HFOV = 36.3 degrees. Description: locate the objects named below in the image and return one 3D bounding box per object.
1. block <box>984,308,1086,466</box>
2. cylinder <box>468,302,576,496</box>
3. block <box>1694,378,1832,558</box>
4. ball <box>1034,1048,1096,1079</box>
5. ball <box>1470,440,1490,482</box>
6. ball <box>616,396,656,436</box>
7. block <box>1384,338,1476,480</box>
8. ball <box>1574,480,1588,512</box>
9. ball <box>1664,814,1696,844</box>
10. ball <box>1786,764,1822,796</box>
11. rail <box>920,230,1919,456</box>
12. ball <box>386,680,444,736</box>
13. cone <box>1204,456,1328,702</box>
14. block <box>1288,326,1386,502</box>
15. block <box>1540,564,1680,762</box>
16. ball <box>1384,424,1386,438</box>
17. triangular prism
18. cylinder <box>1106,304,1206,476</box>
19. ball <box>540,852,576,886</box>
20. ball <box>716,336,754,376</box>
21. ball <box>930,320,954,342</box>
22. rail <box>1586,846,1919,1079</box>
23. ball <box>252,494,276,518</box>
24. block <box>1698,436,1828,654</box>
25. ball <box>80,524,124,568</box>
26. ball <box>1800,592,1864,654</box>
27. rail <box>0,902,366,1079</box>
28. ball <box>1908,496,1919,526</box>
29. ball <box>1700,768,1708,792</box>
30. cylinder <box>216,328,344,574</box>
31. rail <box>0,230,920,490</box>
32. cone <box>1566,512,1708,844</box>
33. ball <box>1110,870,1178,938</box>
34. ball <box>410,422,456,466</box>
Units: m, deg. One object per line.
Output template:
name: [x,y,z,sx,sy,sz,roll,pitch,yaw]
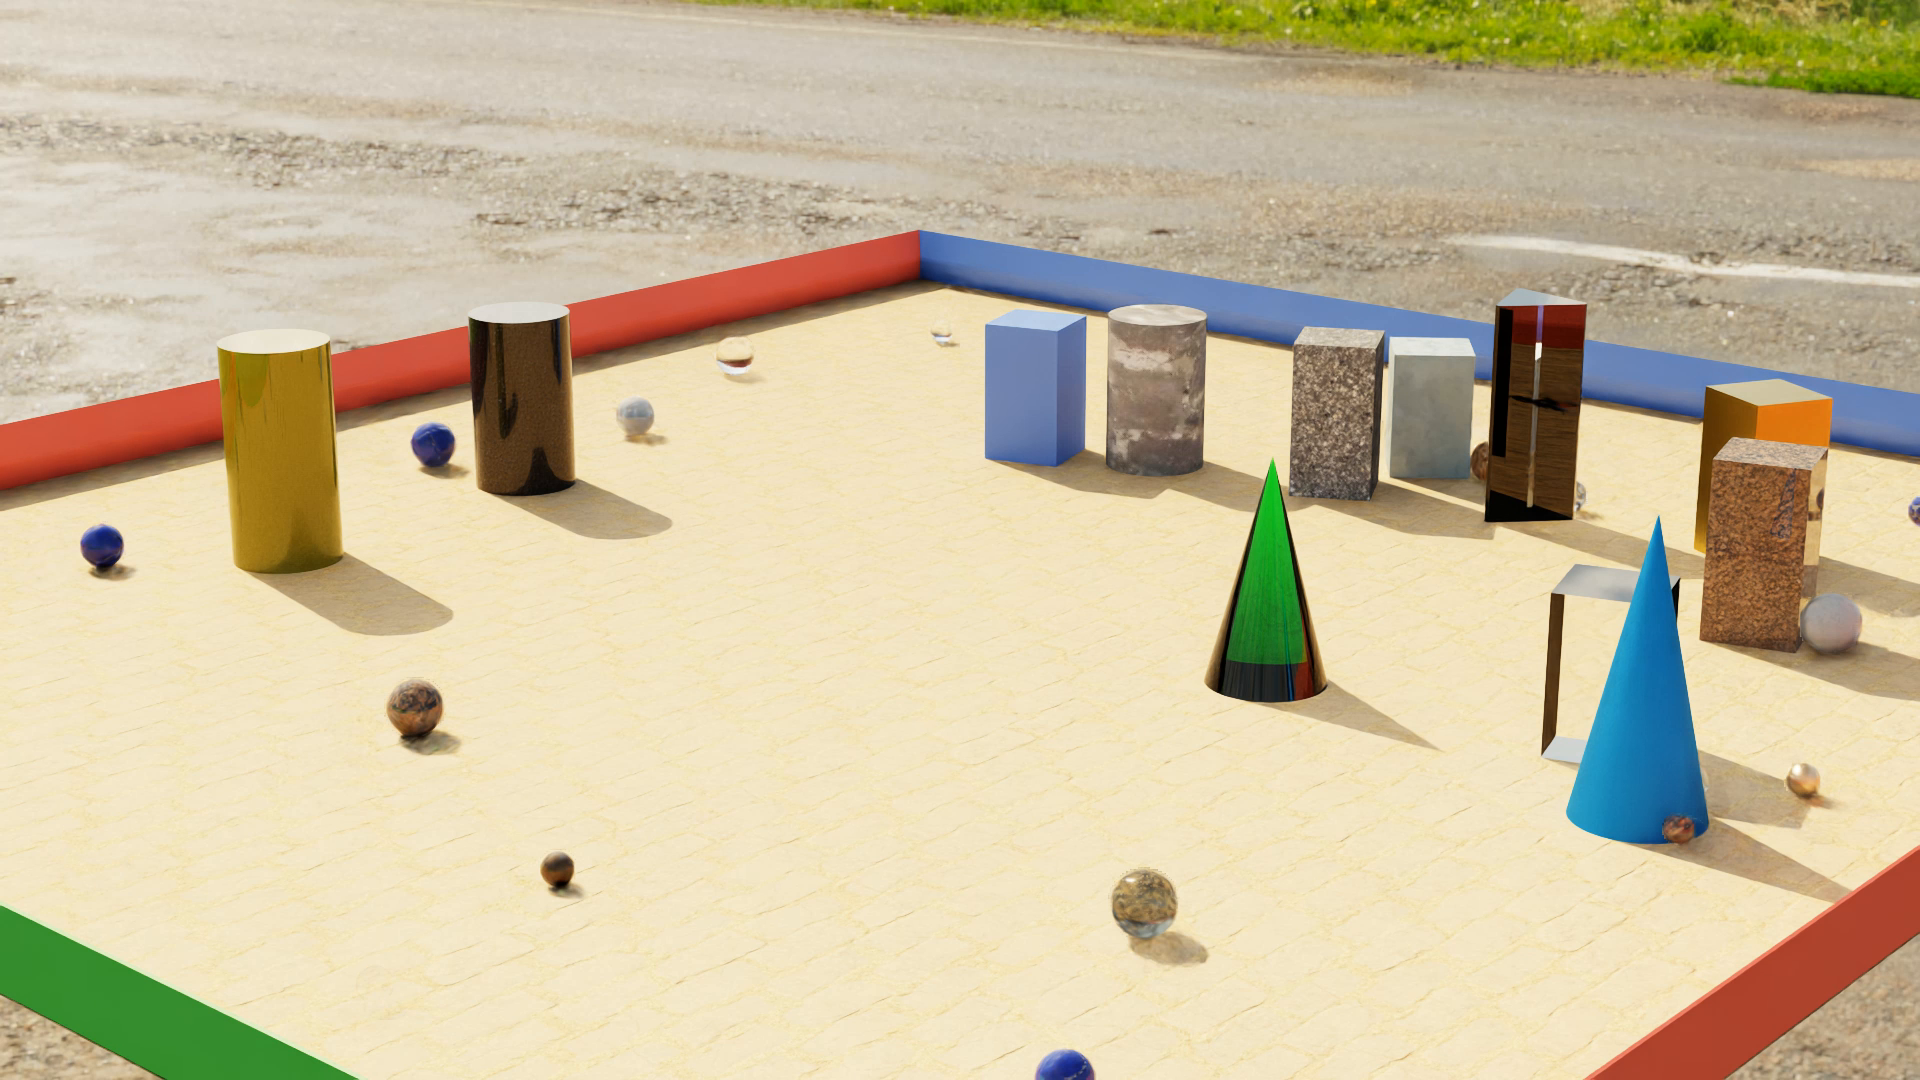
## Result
block: [0.155,-0.313,6.004,0.158,0.282,0.158,7,18,23]
cylinder: [-0.863,-0.280,5.783,0.198,0.346,0.198,0,17,0]
block: [1.453,-0.118,5.312,0.158,0.308,0.158,-6,18,-20]
ball: [0.119,0.609,3.309,0.071,0.071,0.071,0,17,0]
ball: [1.055,-0.156,5.817,0.084,0.084,0.084,0,17,0]
ball: [-0.684,-0.261,6.174,0.084,0.084,0.084,0,17,0]
block: [0.945,-0.267,5.902,0.158,0.252,0.158,1,17,4]
ball: [1.172,-0.085,5.626,0.062,0.062,0.062,0,17,0]
ball: [0.992,0.399,4.040,0.041,0.041,0.041,0,17,0]
ball: [1.215,0.346,4.223,0.048,0.048,0.048,0,17,0]
rail: [1.287,-0.395,6.539,3.735,0.129,0.045,14,22,39]
ball: [-0.828,0.255,4.458,0.086,0.086,0.086,0,17,0]
cone: [0.490,0.047,4.646,0.198,0.376,0.198,0,17,0]
block: [0.739,-0.249,5.751,0.158,0.305,0.158,4,17,13]
block: [0.972,0.189,4.378,0.158,0.258,0.158,7,18,23]
ball: [0.917,-0.224,6.045,0.085,0.085,0.085,0,17,0]
triangular prism: [1.075,-0.258,5.584,0.171,0.419,0.148,-2,17,-6]
cylinder: [0.396,-0.304,5.926,0.198,0.309,0.198,0,17,0]
ball: [-0.537,0.439,3.914,0.047,0.047,0.047,0,17,0]
ball: [-0.515,-0.421,6.698,0.089,0.089,0.089,0,17,0]
ball: [-0.043,-0.499,7.016,0.054,0.054,0.054,0,17,0]
rail: [1.392,0.381,3.962,0.045,0.129,3.973,14,22,39]
ball: [-1.329,-0.066,5.594,0.045,0.045,0.045,0,17,0]
block: [1.340,0.007,4.888,0.158,0.313,0.158,8,18,24]
ball: [-1.545,0.011,5.282,0.079,0.079,0.079,0,17,0]
ball: [1.432,0.136,4.818,0.099,0.099,0.099,0,17,0]
rail: [-1.287,0.460,3.701,3.735,0.129,0.045,14,22,39]
ball: [1.819,-0.055,5.524,0.064,0.064,0.064,0,17,0]
ball: [1.052,0.348,4.215,0.048,0.048,0.048,0,17,0]
cylinder: [-1.224,-0.161,5.287,0.198,0.405,0.198,0,17,0]
rail: [-1.392,-0.317,6.277,0.045,0.129,3.973,14,22,39]
cone: [0.959,0.177,4.087,0.198,0.449,0.198,0,17,0]
ball: [0.236,0.467,3.754,0.087,0.087,0.087,0,17,0]
ball: [-1.066,-0.194,5.938,0.092,0.092,0.092,0,17,0]
